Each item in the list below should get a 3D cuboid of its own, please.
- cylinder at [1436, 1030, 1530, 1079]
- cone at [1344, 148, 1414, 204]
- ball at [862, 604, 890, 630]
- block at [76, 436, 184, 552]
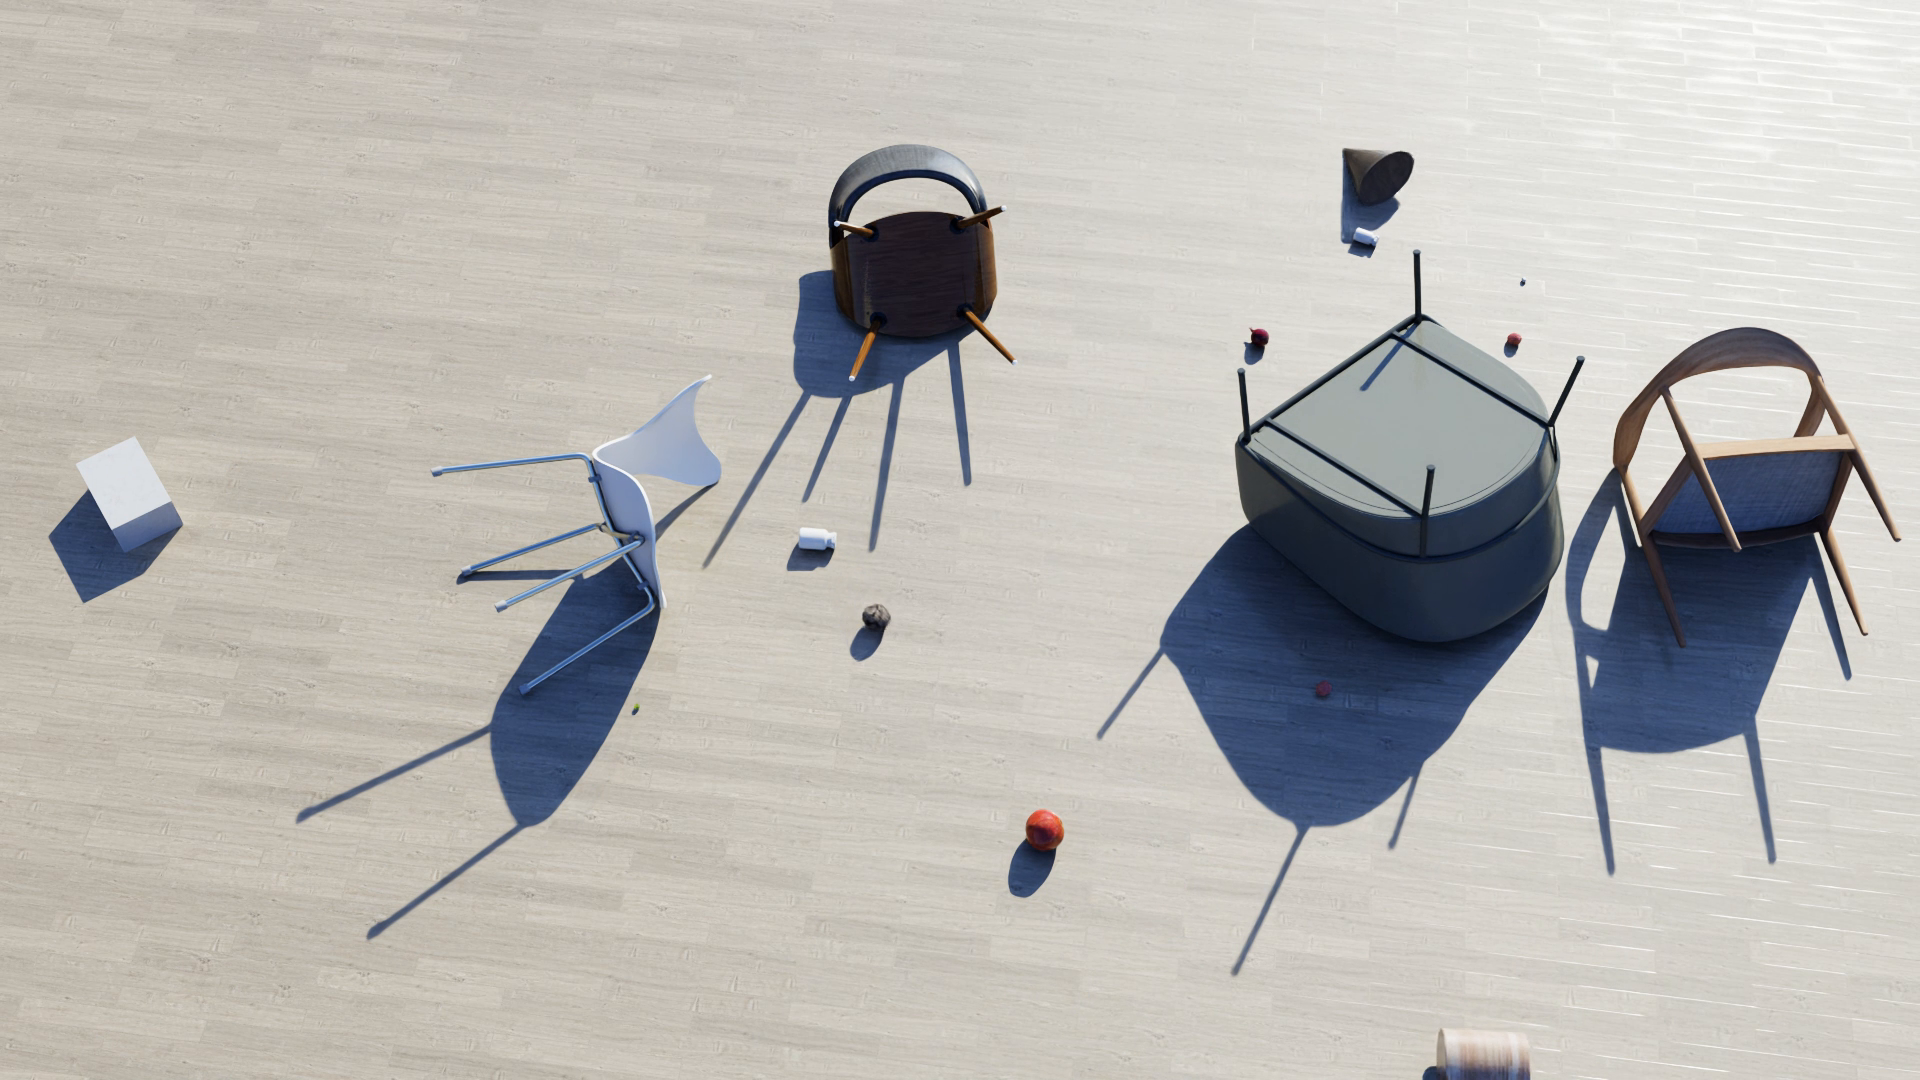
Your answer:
[{"bbox_3d":[1.330,1.337,5.596,0.211,0.129,0.168,3,76,2],"label":"cylinder"},{"bbox_3d":[1.357,-1.265,7.374,0.223,0.165,0.258,-38,43,-2],"label":"cone"},{"bbox_3d":[-0.243,0.223,6.376,0.079,0.079,0.079,0,56,0],"label":"ball"},{"bbox_3d":[-2.489,-0.137,6.592,0.187,0.123,0.286,-29,61,-18],"label":"block"}]
